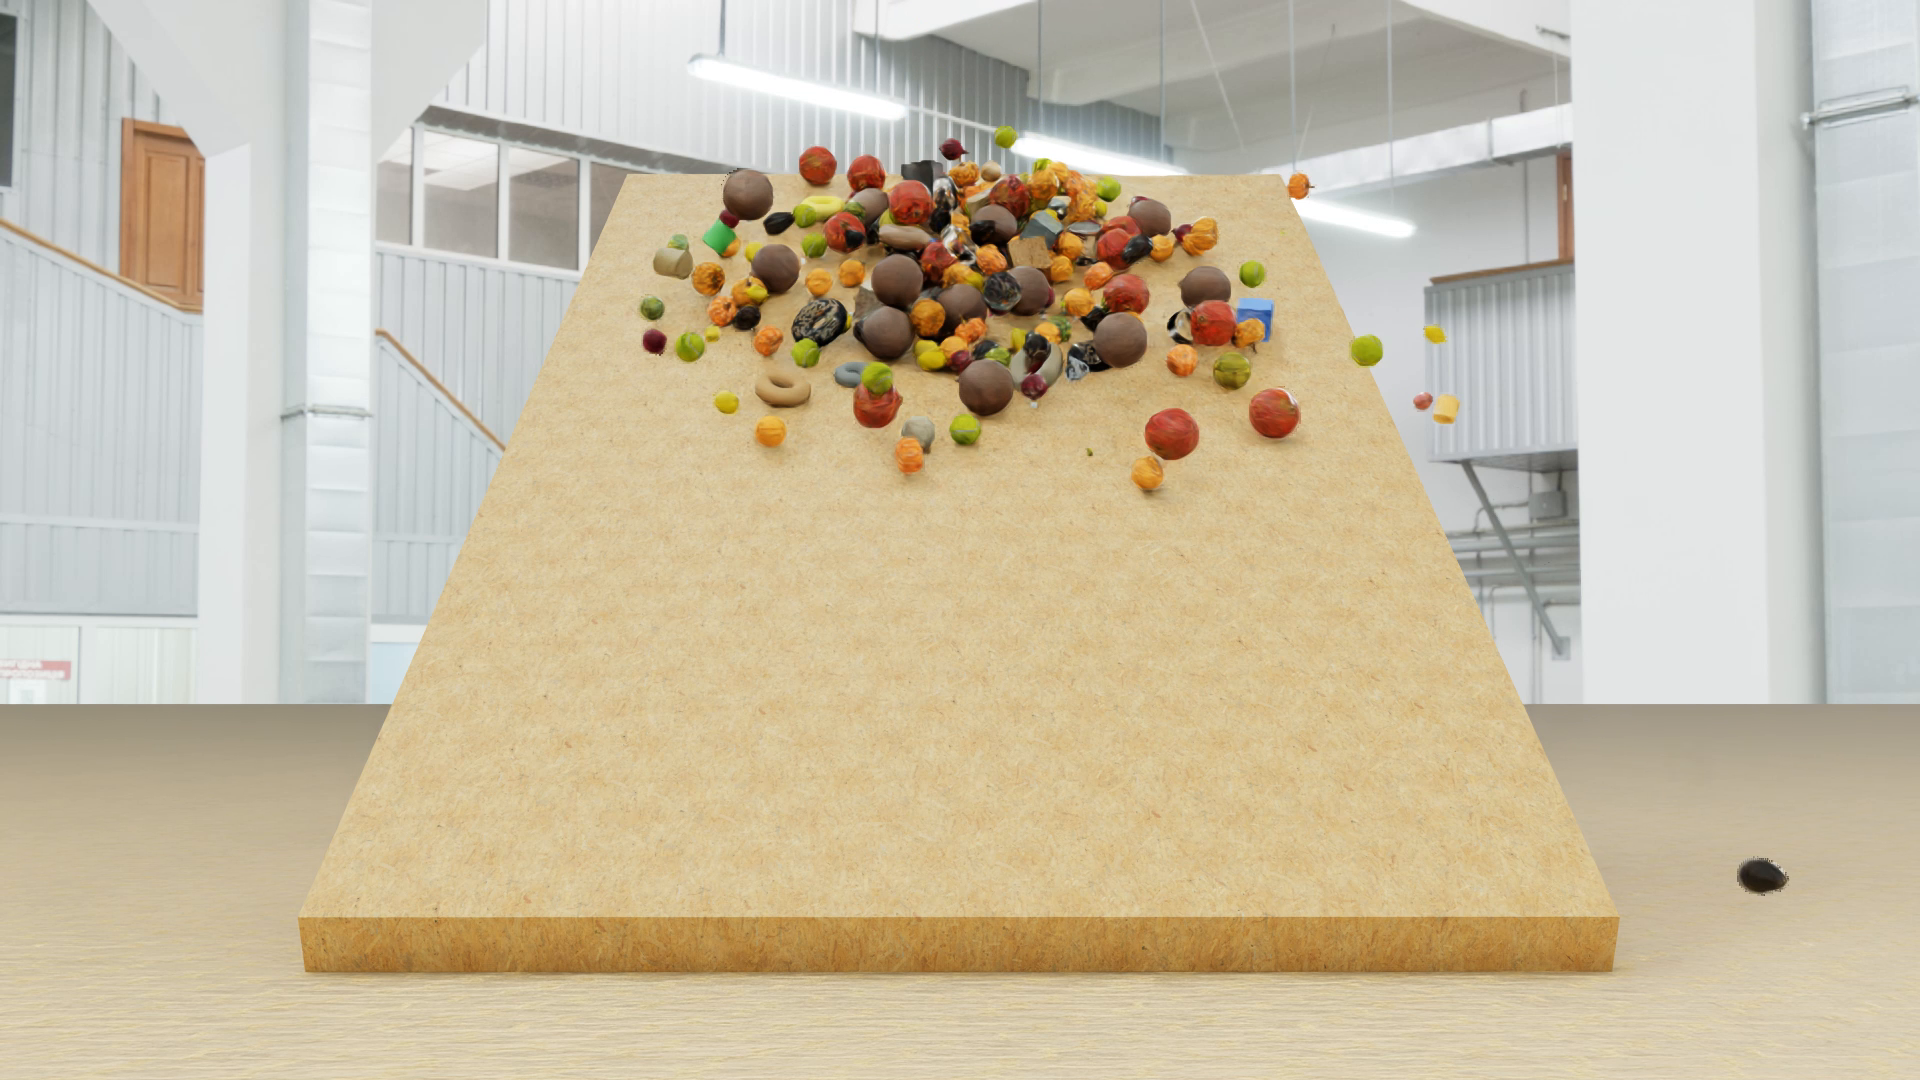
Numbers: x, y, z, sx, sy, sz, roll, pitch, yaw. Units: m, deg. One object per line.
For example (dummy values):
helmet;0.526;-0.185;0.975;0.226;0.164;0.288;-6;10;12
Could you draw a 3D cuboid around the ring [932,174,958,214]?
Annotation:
ring;-0.041;-0.970;6.572;0.037;0.111;0.111;7;0;32

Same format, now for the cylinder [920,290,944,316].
cylinder;-0.075;-0.611;6.012;0.053;0.053;0.053;2;23;-22

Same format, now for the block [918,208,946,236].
block;-0.083;-0.888;6.563;0.051;0.051;0.051;-40;-4;-36

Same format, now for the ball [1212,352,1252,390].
ball;0.641;-0.399;5.516;0.091;0.091;0.091;0;-4;0

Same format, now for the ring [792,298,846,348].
ring;-0.348;-0.536;5.790;0.149;0.149;0.050;-2;-36;31

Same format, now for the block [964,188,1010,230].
block;0.078;-0.940;6.635;0.084;0.084;0.084;-27;19;-10

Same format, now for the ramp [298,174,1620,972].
ramp;-0.009;-0.229;5.375;2.000;0.100;4.000;0;25;0

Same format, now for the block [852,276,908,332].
block;-0.202;-0.598;5.912;0.093;0.093;0.093;22;31;13

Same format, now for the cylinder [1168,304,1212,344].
cylinder;0.571;-0.534;5.805;0.085;0.085;0.085;-2;15;30

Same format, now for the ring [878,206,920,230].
ring;-0.165;-0.853;6.408;0.128;0.128;0.043;2;-16;-30

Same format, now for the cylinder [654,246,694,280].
cylinder;-0.744;-0.717;6.068;0.074;0.074;0.074;14;2;22

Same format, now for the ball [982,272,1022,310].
ball;0.103;-0.610;5.741;0.096;0.096;0.096;0;-4;0

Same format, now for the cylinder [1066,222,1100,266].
cylinder;0.336;-0.808;6.387;0.093;0.093;0.093;1;27;0

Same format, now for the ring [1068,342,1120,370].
ring;0.323;-0.446;5.673;0.127;0.042;0.127;1;26;0

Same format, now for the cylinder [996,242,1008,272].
cylinder;0.154;-0.744;6.231;0.092;0.092;0.092;5;-5;-21

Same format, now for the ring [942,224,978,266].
ring;-0.001;-0.773;6.132;0.041;0.123;0.123;-36;-20;24

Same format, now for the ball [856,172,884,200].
ball;-0.267;-1.043;6.903;0.083;0.083;0.083;0;-4;0

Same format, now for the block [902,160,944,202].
block;-0.103;-1.024;6.670;0.093;0.093;0.093;-8;-3;20

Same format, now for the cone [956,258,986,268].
cone;0.038;-0.757;6.349;0.075;0.075;0.075;30;-5;-1

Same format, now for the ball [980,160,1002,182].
ball;0.086;-1.019;6.477;0.060;0.060;0.060;0;-4;0

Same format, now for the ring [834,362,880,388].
ring;-0.245;-0.392;5.561;0.109;0.036;0.109;1;26;-1

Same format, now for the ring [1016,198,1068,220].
ring;0.237;-0.953;6.753;0.148;0.049;0.148;1;25;0

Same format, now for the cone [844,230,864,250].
cone;-0.295;-0.819;6.277;0.056;0.056;0.056;-2;-27;30

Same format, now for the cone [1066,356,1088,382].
cone;0.261;-0.412;5.458;0.060;0.060;0.060;-2;-41;32

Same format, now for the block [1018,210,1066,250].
block;0.216;-0.813;6.195;0.076;0.076;0.076;39;31;6

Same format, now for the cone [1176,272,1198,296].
cone;0.603;-0.677;6.079;0.058;0.058;0.058;36;-8;6

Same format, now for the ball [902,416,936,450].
ball;-0.092;-0.239;5.187;0.076;0.076;0.076;0;-4;0

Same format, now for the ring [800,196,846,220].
ring;-0.397;-0.961;6.771;0.138;0.046;0.138;0;24;0

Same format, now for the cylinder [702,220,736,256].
cylinder;-0.609;-0.765;5.919;0.065;0.065;0.065;40;-2;2

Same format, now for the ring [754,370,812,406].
ring;-0.412;-0.352;5.449;0.134;0.045;0.134;8;30;-4

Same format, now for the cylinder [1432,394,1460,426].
cylinder;1.163;-0.311;5.598;0.053;0.053;0.053;19;-18;6

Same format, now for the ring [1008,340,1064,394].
ring;0.177;-0.402;5.456;0.143;0.143;0.048;-3;-31;35

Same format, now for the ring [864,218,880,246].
ring;-0.227;-0.851;6.451;0.033;0.098;0.098;37;0;7

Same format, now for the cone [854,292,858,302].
cone;-0.258;-0.620;6.010;0.060;0.060;0.060;3;-6;-40

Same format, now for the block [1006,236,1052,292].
block;0.178;-0.712;6.048;0.096;0.096;0.096;-10;-26;-6

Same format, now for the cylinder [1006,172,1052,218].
cylinder;0.196;-0.975;6.622;0.091;0.091;0.091;42;12;19

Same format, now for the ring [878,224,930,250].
ring;-0.148;-0.808;6.242;0.144;0.048;0.144;11;18;-4

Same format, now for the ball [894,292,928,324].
ball;-0.122;-0.576;5.808;0.081;0.081;0.081;0;-4;0

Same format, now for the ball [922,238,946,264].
ball;-0.071;-0.787;6.375;0.066;0.066;0.066;0;-4;0

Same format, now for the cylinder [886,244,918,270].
cylinder;-0.158;-0.777;6.341;0.077;0.077;0.077;1;24;-13

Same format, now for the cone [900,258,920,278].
cone;-0.123;-0.721;6.282;0.054;0.054;0.054;17;-14;-39

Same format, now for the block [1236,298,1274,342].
block;0.737;-0.551;5.854;0.082;0.082;0.082;5;25;10
